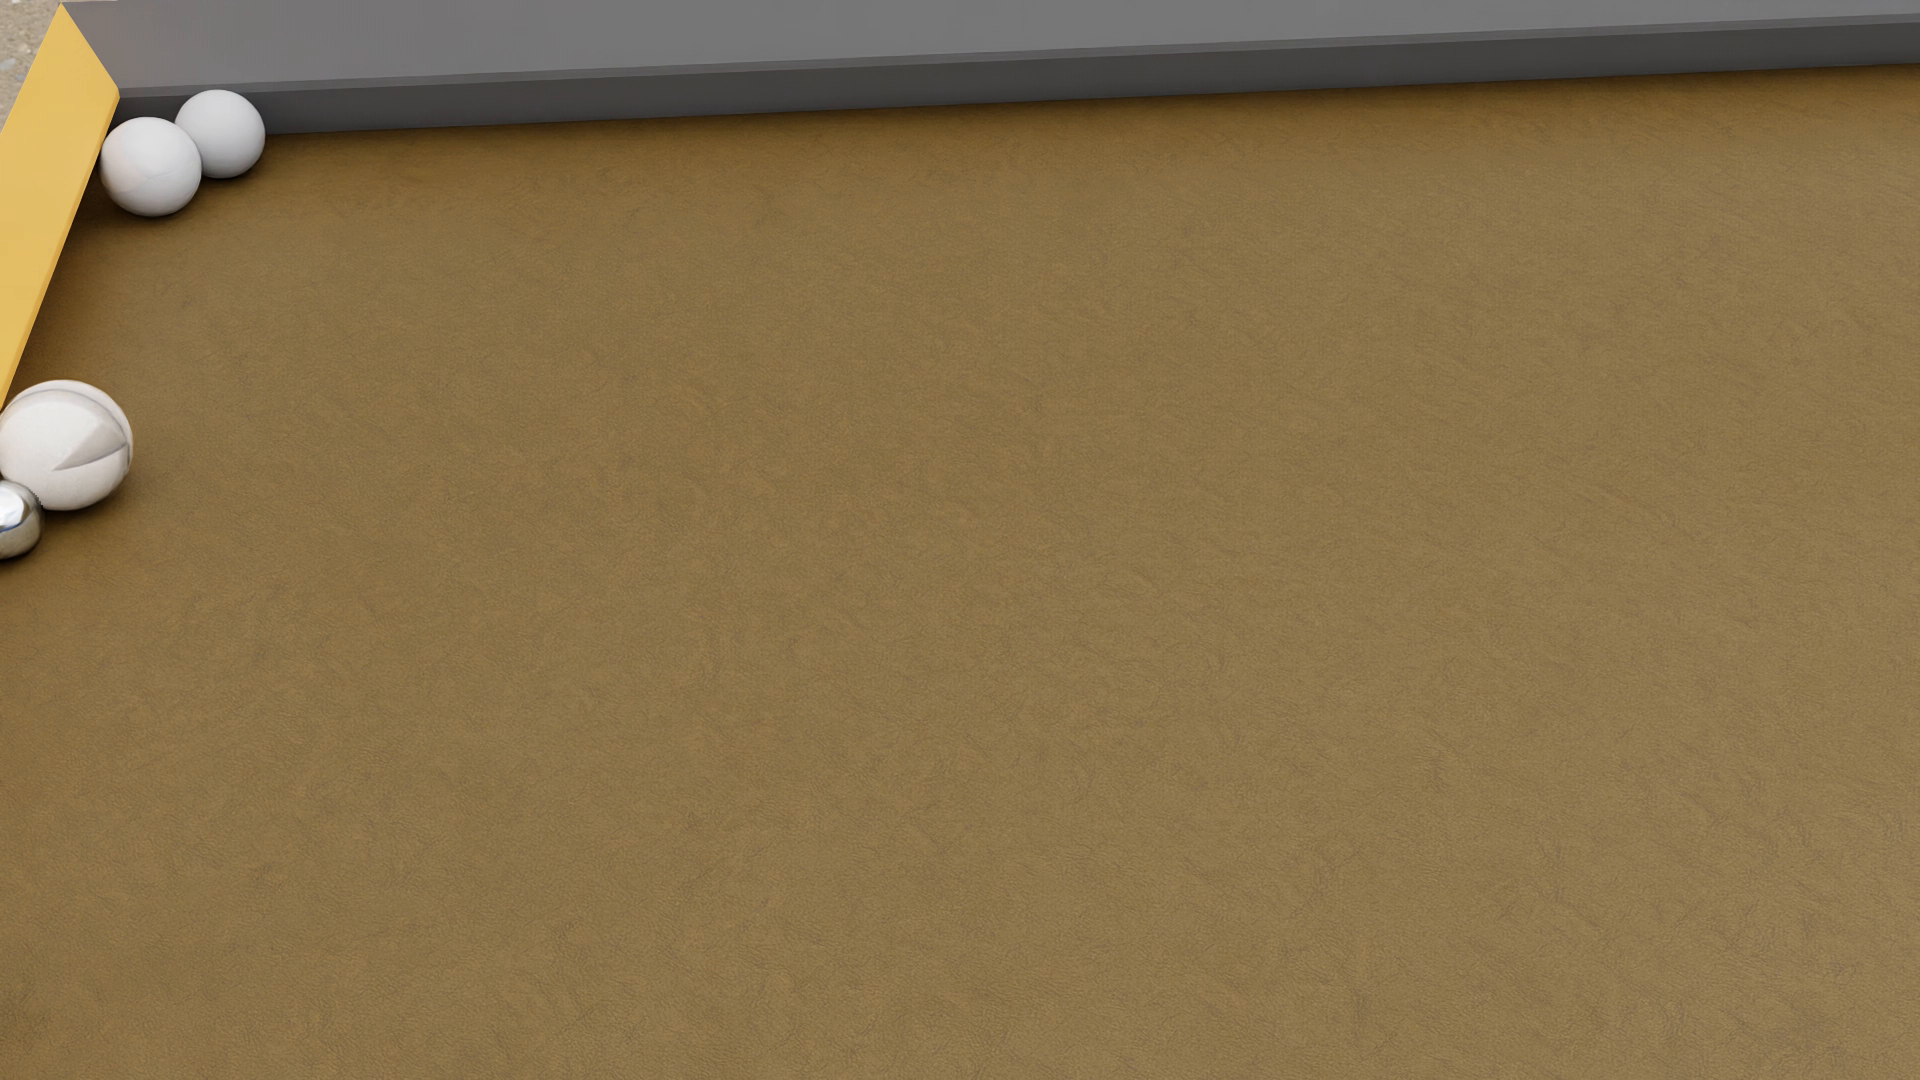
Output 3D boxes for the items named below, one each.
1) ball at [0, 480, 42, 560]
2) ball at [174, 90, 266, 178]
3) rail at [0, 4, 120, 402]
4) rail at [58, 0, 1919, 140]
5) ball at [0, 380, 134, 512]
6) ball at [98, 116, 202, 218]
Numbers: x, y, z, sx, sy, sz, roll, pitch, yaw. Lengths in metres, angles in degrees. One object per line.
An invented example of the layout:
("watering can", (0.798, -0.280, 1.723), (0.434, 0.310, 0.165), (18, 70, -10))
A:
("ball", (-0.653, -0.013, 1.745), (0.055, 0.055, 0.055), (0, 36, 0))
("ball", (-0.633, -0.347, 2.193), (0.076, 0.076, 0.076), (0, 36, 0))
("rail", (-0.675, 0.016, 1.637), (0.045, 0.130, 1.463), (-3, 36, -5))
("rail", (0.630, -0.472, 2.319), (2.807, 0.130, 0.045), (-3, 36, -5))
("ball", (-0.623, -0.066, 1.786), (0.092, 0.092, 0.092), (0, 36, 0))
("ball", (-0.674, -0.311, 2.136), (0.083, 0.083, 0.083), (0, 36, 0))
